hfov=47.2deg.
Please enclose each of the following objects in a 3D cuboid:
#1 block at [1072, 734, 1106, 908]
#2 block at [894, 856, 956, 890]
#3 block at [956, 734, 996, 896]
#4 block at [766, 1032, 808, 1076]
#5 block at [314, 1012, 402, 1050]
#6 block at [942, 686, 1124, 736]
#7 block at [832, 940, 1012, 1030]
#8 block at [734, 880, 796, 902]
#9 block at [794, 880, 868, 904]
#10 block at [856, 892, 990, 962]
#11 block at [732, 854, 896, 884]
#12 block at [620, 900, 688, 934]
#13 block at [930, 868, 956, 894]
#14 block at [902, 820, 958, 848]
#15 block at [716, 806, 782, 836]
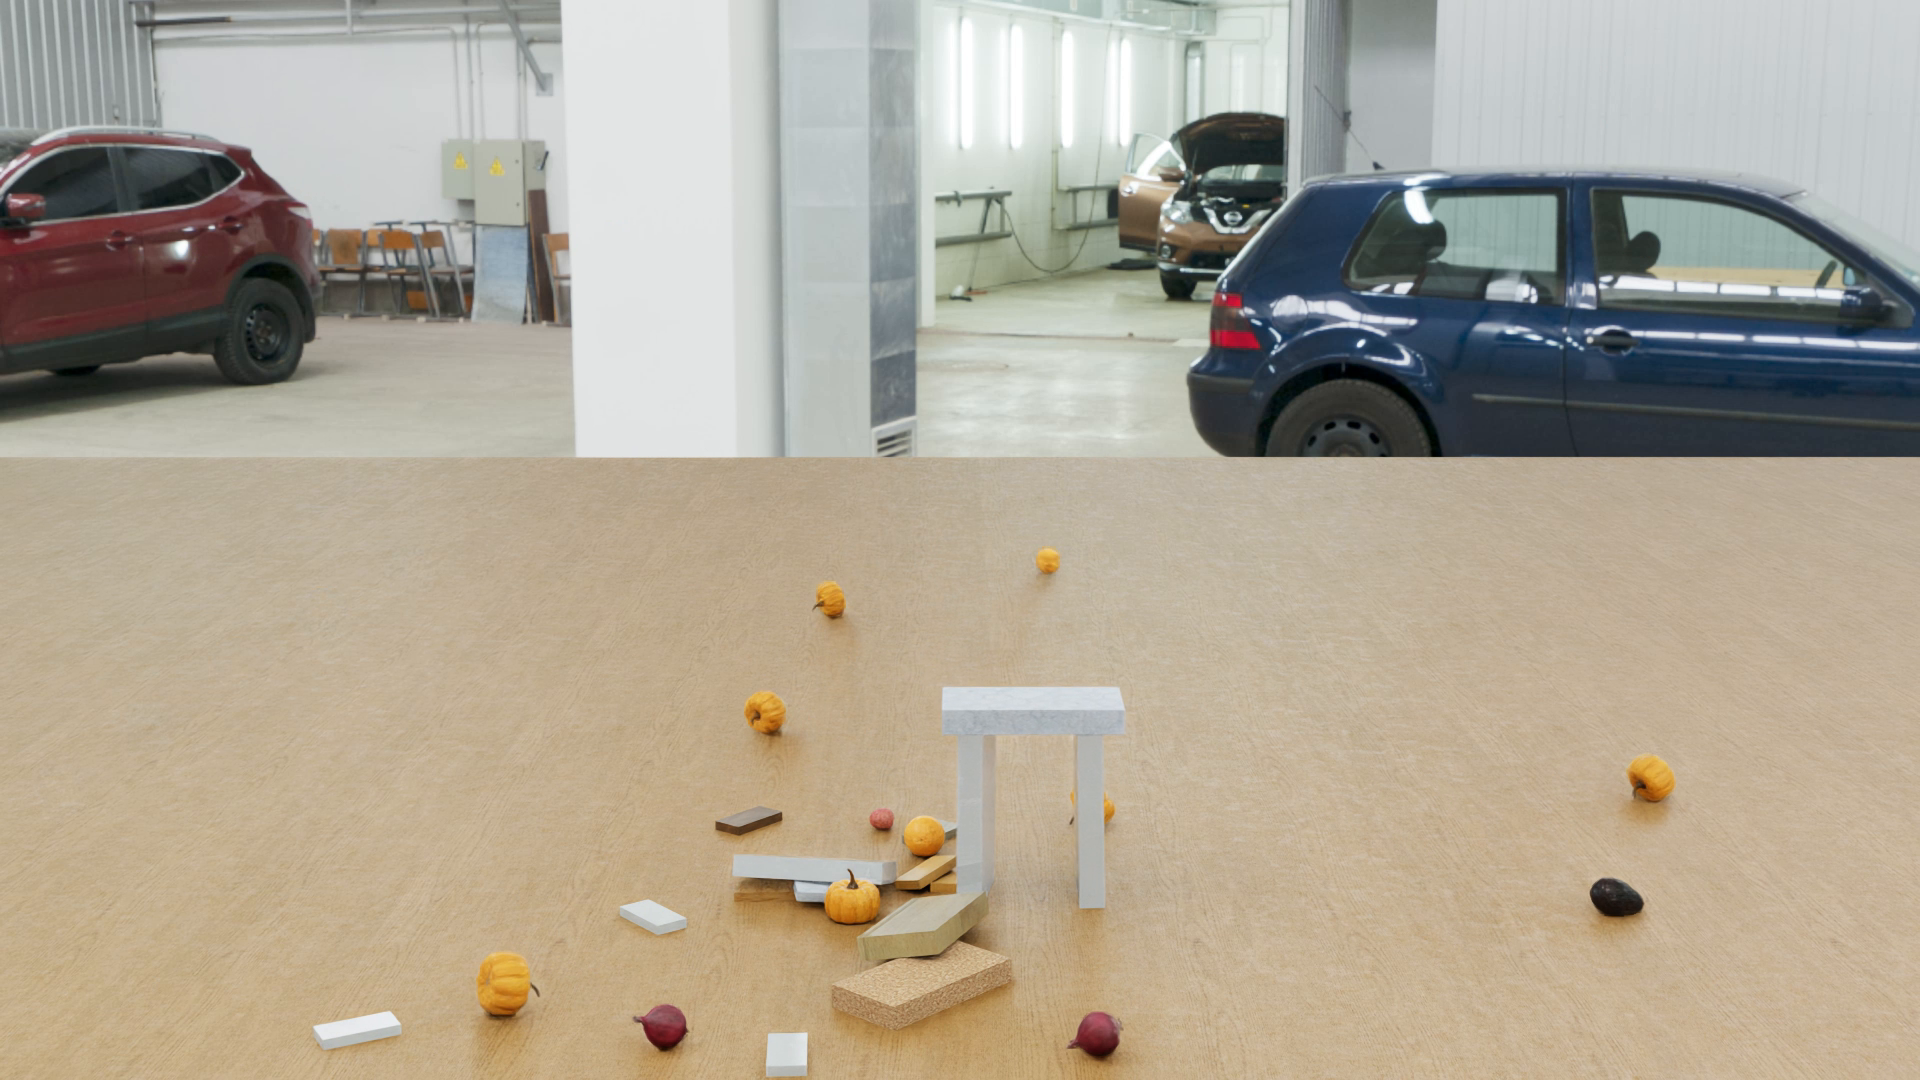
[{"bbox_3d":[0.213,0.445,3.643,0.042,0.294,0.147,-1,11,0],"label":"block"},{"bbox_3d":[-0.055,0.561,3.712,0.055,0.016,0.111,-8,10,39],"label":"block"},{"bbox_3d":[0.027,0.445,3.644,0.042,0.294,0.147,2,11,9],"label":"block"},{"bbox_3d":[-0.237,0.704,3.011,0.054,0.015,0.109,-1,11,-3],"label":"block"},{"bbox_3d":[-0.847,0.689,3.091,0.109,0.015,0.054,-6,12,-30],"label":"block"},{"bbox_3d":[0.118,0.280,3.609,0.294,0.042,0.147,0,11,0],"label":"block"},{"bbox_3d":[-0.055,0.652,3.239,0.126,0.036,0.252,9,14,41],"label":"block"},{"bbox_3d":[-0.316,0.584,3.657,0.116,0.016,0.058,-1,11,-3],"label":"block"},{"bbox_3d":[-0.213,0.579,3.619,0.116,0.016,0.058,4,10,-11],"label":"block"},{"bbox_3d":[-0.055,0.596,3.406,0.126,0.036,0.252,-9,2,19],"label":"block"},{"bbox_3d":[-0.242,0.551,3.684,0.252,0.036,0.126,2,-7,9],"label":"block"},{"bbox_3d":[-0.494,0.606,3.538,0.054,0.015,0.115,-9,14,-39],"label":"block"},{"bbox_3d":[-0.014,0.571,3.726,0.055,0.016,0.111,2,11,9],"label":"block"},{"bbox_3d":[-0.049,0.529,3.955,0.055,0.016,0.111,7,13,35],"label":"block"},{"bbox_3d":[-0.386,0.514,4.031,0.058,0.016,0.116,8,13,37],"label":"block"}]
